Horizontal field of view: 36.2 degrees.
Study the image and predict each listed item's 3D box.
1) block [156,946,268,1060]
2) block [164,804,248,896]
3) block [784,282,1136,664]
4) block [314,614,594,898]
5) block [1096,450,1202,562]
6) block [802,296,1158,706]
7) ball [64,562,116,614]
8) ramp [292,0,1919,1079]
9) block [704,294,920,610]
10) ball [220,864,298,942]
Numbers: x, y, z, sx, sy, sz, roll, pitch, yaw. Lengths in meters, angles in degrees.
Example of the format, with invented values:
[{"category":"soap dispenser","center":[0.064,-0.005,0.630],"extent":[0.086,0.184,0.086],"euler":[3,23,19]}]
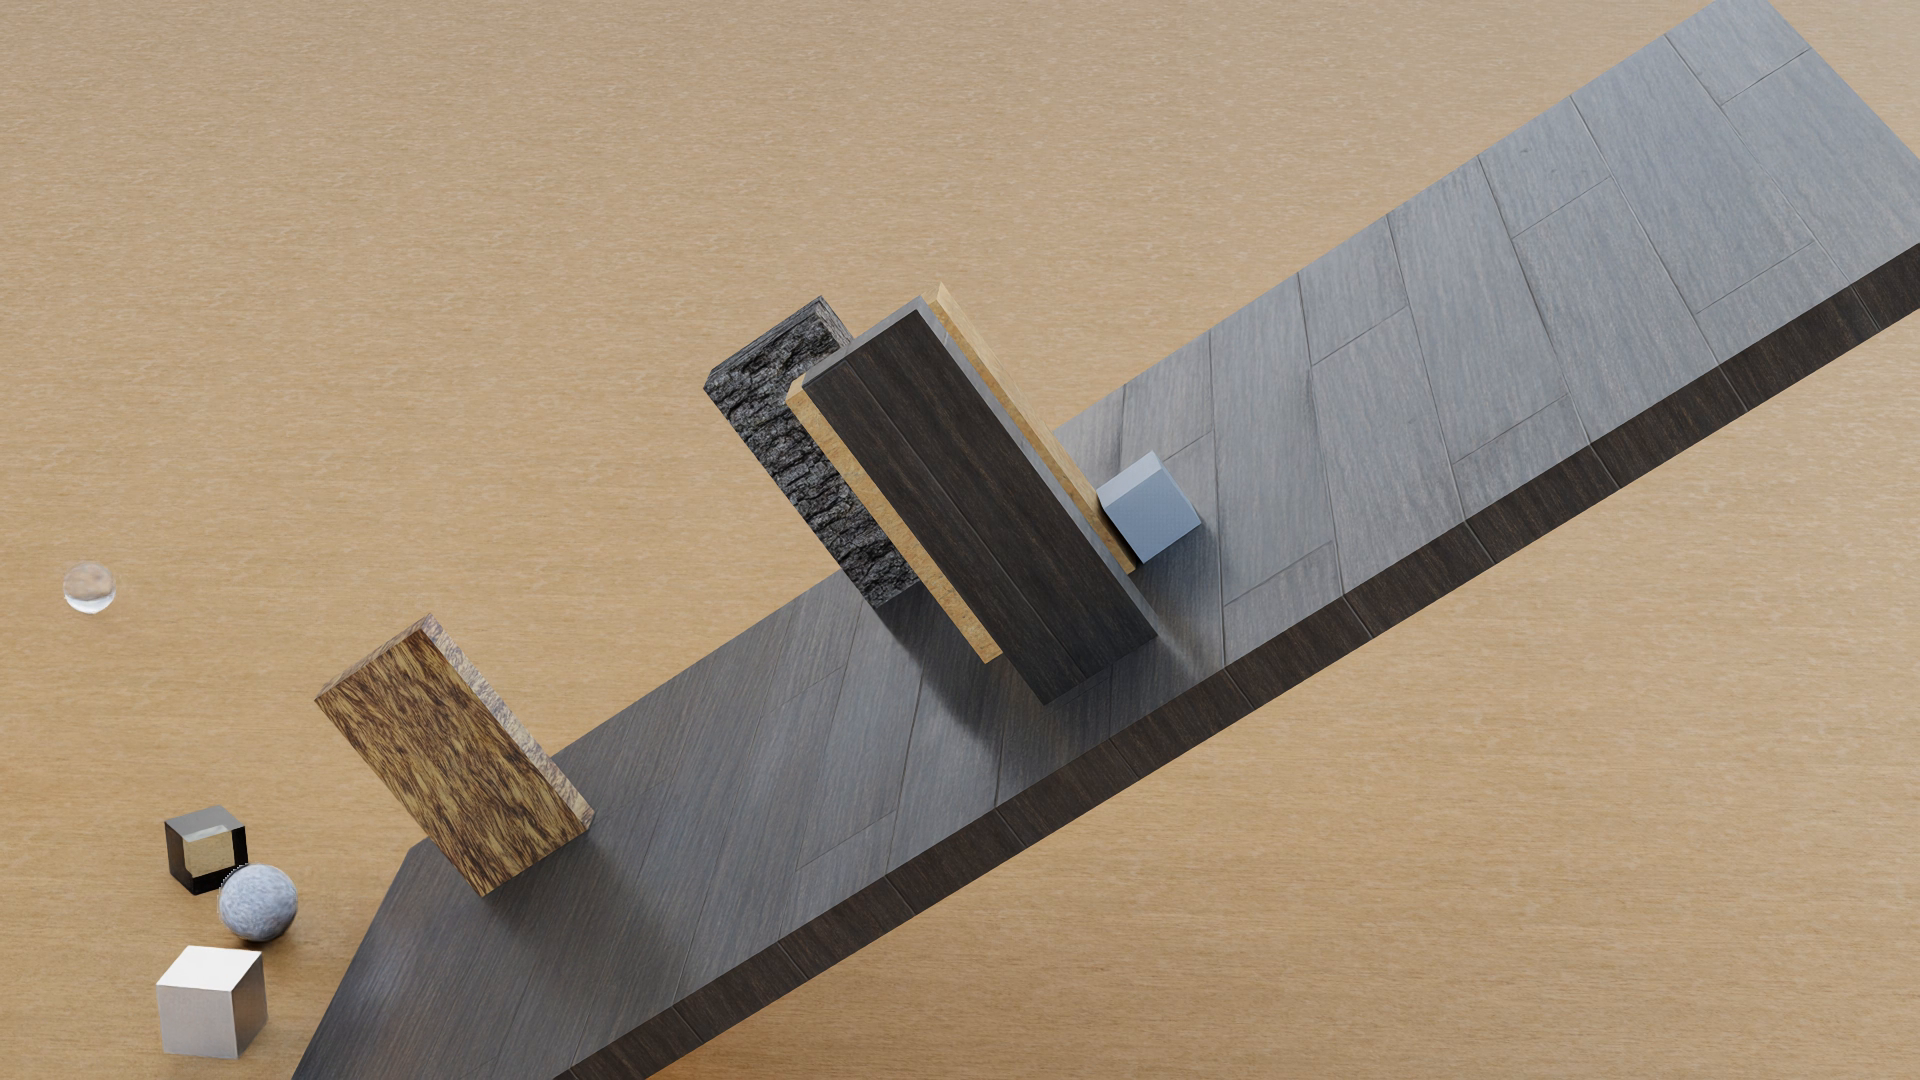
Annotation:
[{"category":"block","center":[-1.777,1.100,6.998],"extent":[0.186,0.186,0.186],"euler":[4,22,9]},{"category":"block","center":[-1.984,0.817,7.752],"extent":[0.156,0.156,0.156],"euler":[-16,26,-34]},{"category":"block","center":[0.007,-0.132,5.983],"extent":[0.375,0.692,0.125],"euler":[-33,16,15]},{"category":"block","center":[-1.179,0.507,6.875],"extent":[0.325,0.618,0.091],"euler":[-33,16,15]},{"category":"block","center":[0.384,-0.068,6.007],"extent":[0.143,0.143,0.143],"euler":[-35,15,7]},{"category":"block","center":[0.044,-0.068,5.545],"extent":[0.264,0.783,0.090],"euler":[-33,16,15]},{"category":"ball","center":[-2.786,0.153,9.417],"extent":[0.162,0.162,0.162],"euler":[0,22,0]},{"category":"ramp","center":[0.134,0.175,6.309],"extent":[4.000,0.100,2.000],"euler":[-33,16,15]},{"category":"block","center":[-0.260,-0.200,6.827],"extent":[0.320,0.663,0.139],"euler":[-33,16,15]},{"category":"ball","center":[-1.774,0.918,7.444],"extent":[0.195,0.195,0.195],"euler":[0,22,0]}]
